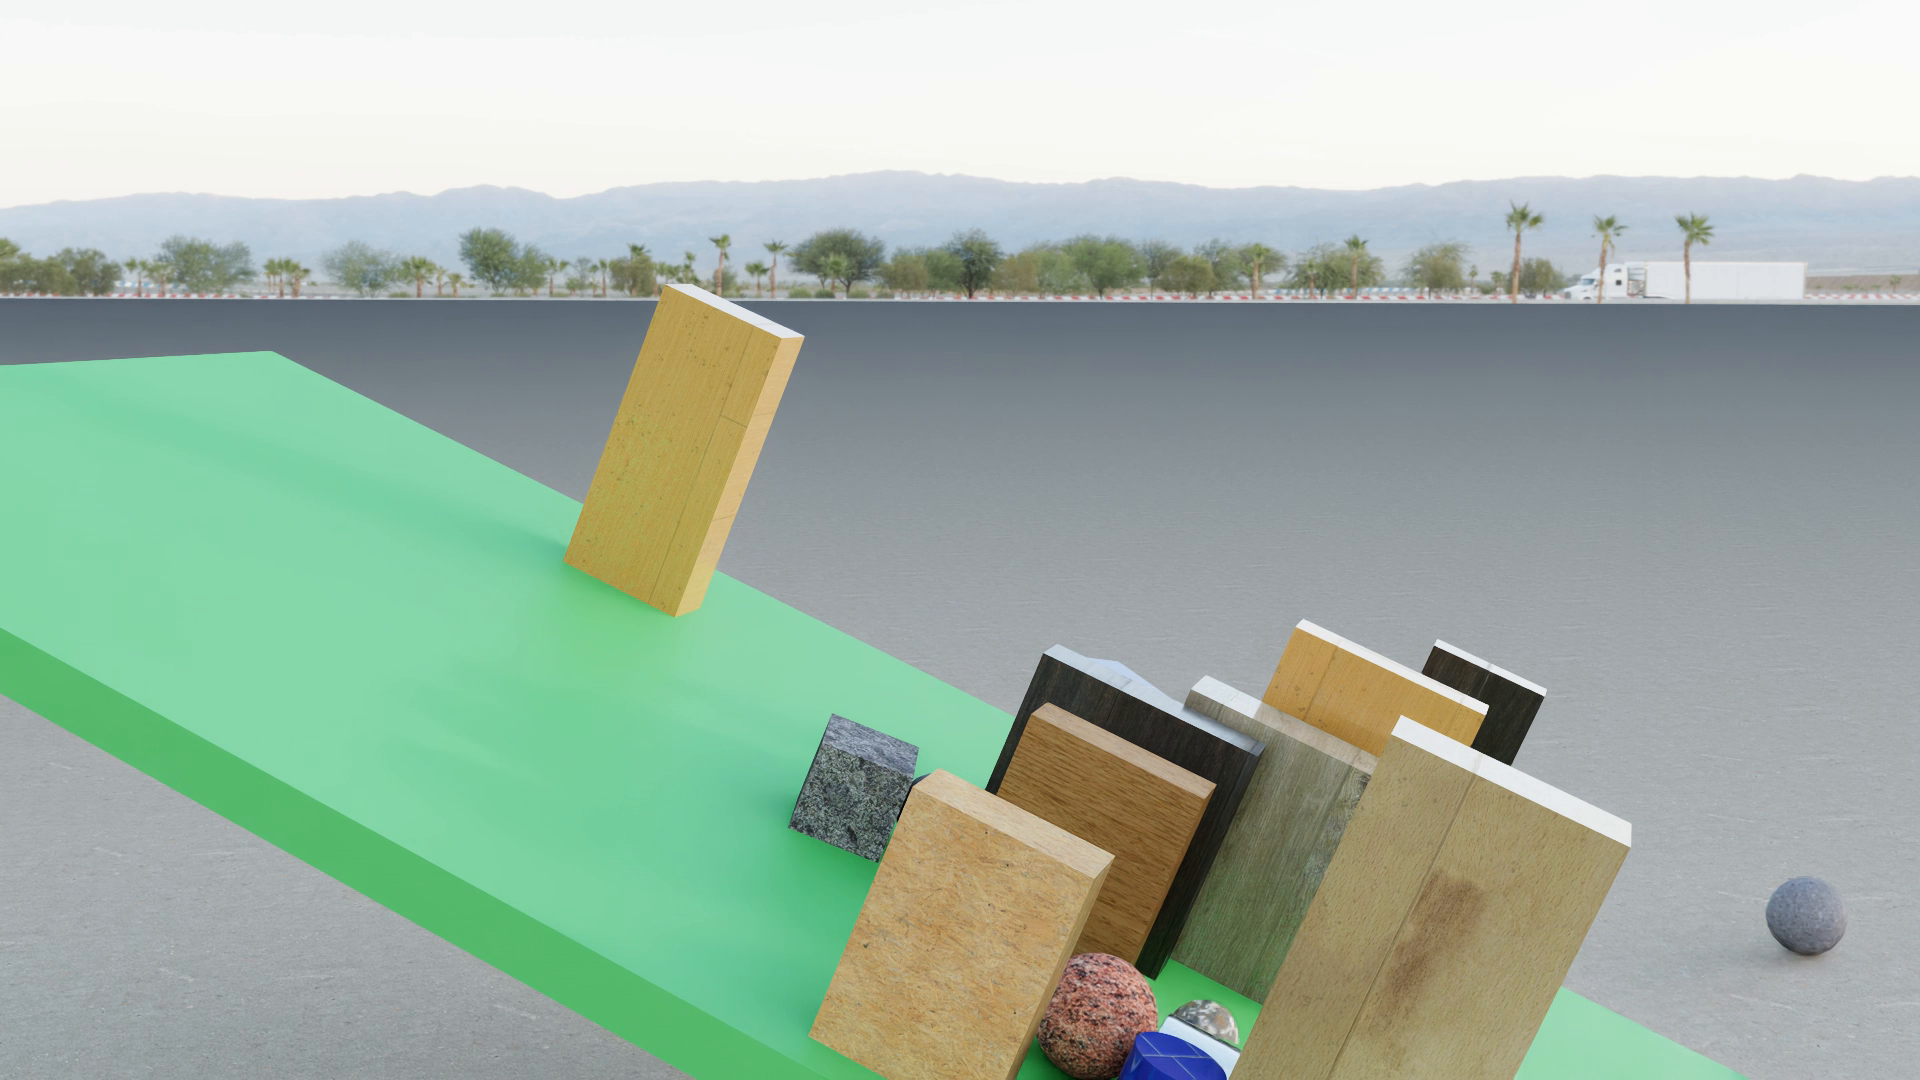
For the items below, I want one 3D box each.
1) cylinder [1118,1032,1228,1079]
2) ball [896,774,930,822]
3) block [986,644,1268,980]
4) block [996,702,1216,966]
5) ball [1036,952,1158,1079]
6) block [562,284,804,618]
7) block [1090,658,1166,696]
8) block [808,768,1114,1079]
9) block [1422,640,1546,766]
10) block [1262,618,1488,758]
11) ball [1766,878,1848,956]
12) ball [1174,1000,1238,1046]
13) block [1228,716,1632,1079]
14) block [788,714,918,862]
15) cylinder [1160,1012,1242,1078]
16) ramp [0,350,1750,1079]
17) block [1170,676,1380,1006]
[{"bbox_3d":[0.303,0.845,3.305,0.149,0.149,0.149,21,13,-5],"label":"cylinder"},{"bbox_3d":[-0.043,0.508,4.082,0.151,0.151,0.151,0,7,0],"label":"ball"},{"bbox_3d":[0.264,0.490,3.980,0.421,0.457,0.101,25,13,13],"label":"block"},{"bbox_3d":[0.195,0.542,3.717,0.318,0.428,0.108,25,13,13],"label":"block"},{"bbox_3d":[0.212,0.746,3.444,0.197,0.197,0.197,0,7,0],"label":"ball"},{"bbox_3d":[-0.610,-0.198,4.839,0.292,0.664,0.136,25,13,13],"label":"block"},{"bbox_3d":[0.259,0.362,4.174,0.208,0.208,0.208,10,18,-44],"label":"block"},{"bbox_3d":[0.001,0.594,3.211,0.290,0.418,0.128,25,13,13],"label":"block"},{"bbox_3d":[0.984,0.541,4.620,0.243,0.615,0.081,25,13,13],"label":"block"},{"bbox_3d":[0.703,0.518,4.233,0.385,0.620,0.096,25,13,13],"label":"block"},{"bbox_3d":[2.308,1.026,5.994,0.207,0.207,0.207,0,7,0],"label":"ball"},{"bbox_3d":[0.401,0.820,3.637,0.118,0.118,0.118,0,7,0],"label":"ball"},{"bbox_3d":[0.657,0.677,3.248,0.361,0.739,0.140,25,13,13],"label":"block"},{"bbox_3d":[-0.192,0.450,4.013,0.174,0.174,0.174,22,13,-3],"label":"block"},{"bbox_3d":[0.363,0.837,3.480,0.129,0.129,0.129,26,14,14],"label":"cylinder"},{"bbox_3d":[-0.295,0.517,4.188,4.000,0.100,2.000,25,13,13],"label":"ramp"},{"bbox_3d":[0.543,0.570,4.072,0.434,0.480,0.146,25,13,13],"label":"block"}]
